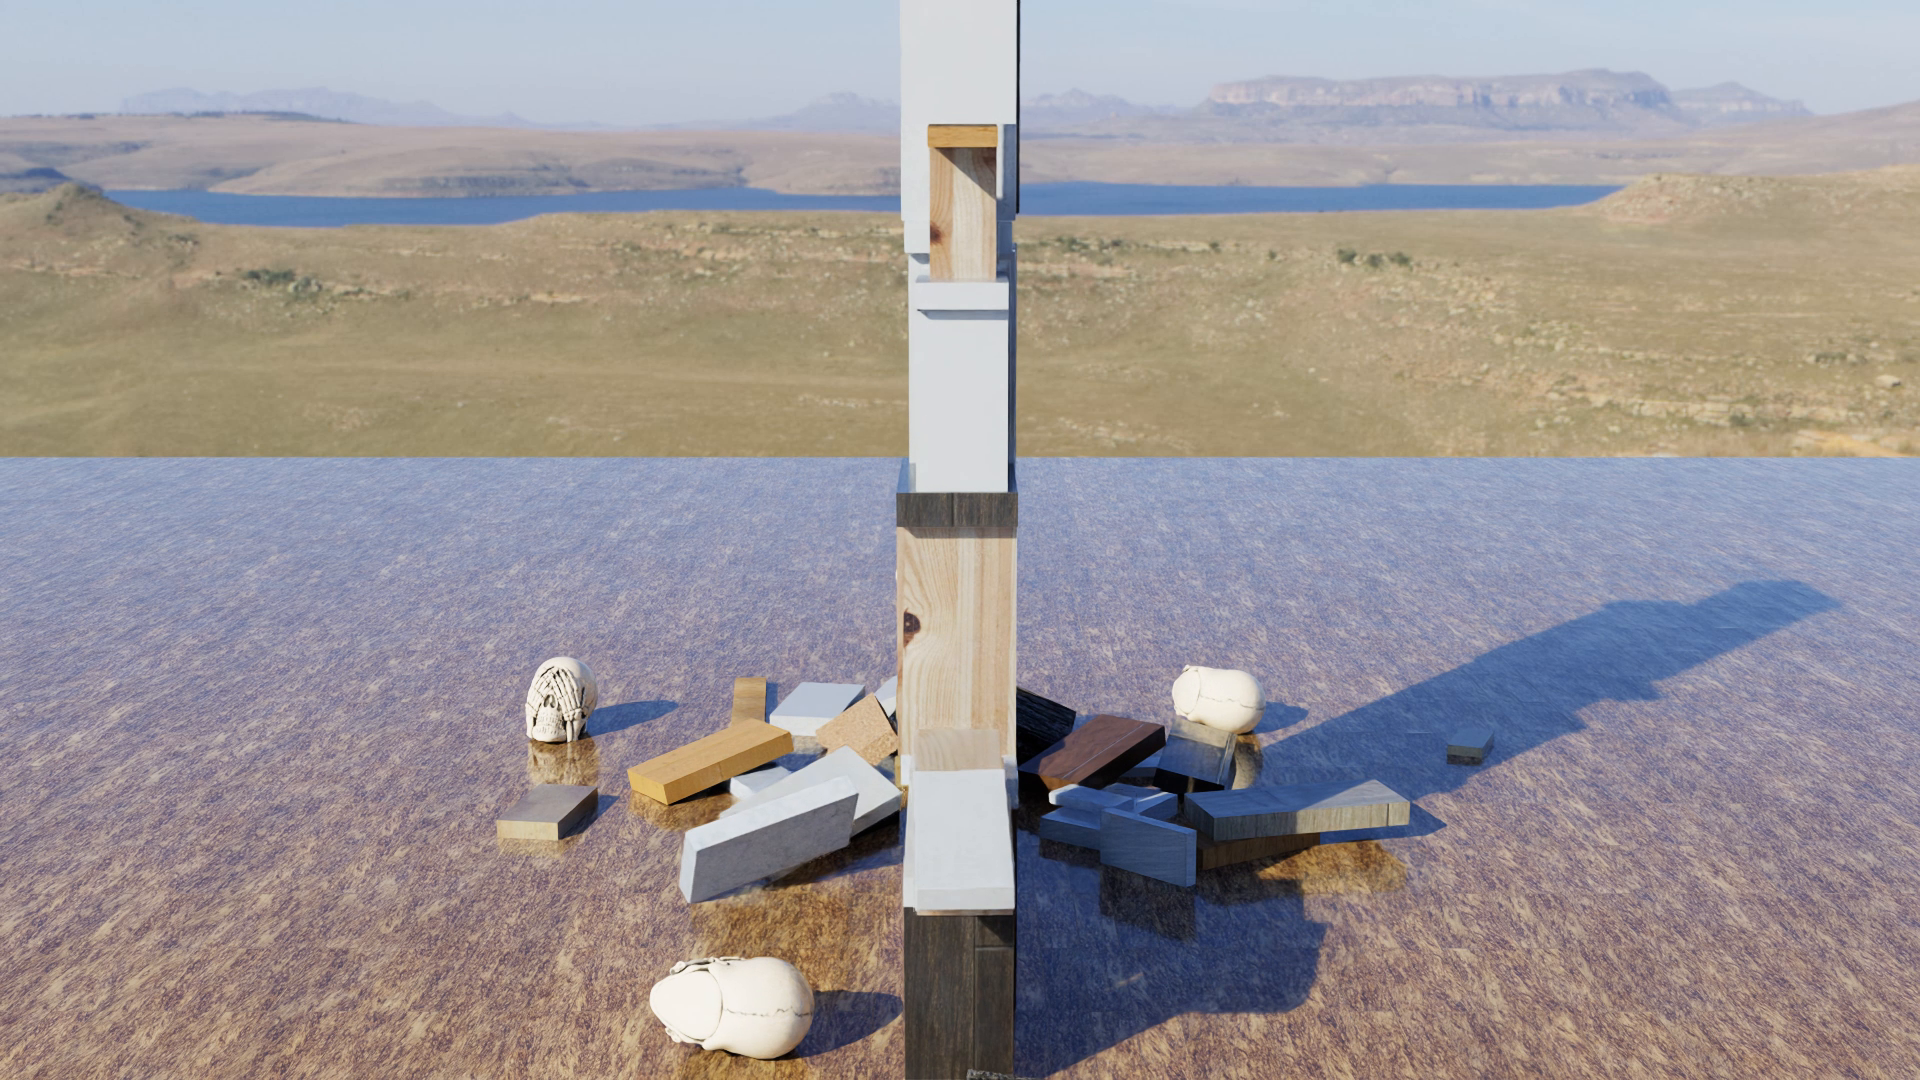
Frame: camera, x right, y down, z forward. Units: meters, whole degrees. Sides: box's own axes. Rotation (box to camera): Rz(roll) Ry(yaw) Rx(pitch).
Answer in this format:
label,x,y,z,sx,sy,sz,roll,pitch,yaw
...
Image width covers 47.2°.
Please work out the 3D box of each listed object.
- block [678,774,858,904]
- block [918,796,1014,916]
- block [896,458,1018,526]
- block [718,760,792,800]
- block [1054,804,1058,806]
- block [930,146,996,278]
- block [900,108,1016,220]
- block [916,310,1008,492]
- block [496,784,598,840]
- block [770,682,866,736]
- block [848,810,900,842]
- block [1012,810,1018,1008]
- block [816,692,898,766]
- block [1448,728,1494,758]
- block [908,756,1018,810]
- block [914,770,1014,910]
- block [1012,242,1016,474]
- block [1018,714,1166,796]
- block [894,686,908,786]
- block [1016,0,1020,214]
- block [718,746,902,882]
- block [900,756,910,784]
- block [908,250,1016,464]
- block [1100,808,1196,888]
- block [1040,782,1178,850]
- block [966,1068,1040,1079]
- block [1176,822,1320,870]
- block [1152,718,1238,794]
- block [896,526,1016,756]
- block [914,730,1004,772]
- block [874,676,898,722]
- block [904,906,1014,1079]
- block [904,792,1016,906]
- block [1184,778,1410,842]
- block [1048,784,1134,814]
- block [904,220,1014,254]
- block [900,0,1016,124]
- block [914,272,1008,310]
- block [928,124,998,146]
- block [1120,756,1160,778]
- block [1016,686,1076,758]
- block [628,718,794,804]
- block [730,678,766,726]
label,x,y,z,sx,sy,sz,roll,pitch,yaw
block,-0.317,0.495,3.644,0.297,0.148,0.042,-17,52,-27
block,0.006,0.400,2.813,0.118,0.033,0.264,0,19,-1
block,-0.004,-0.074,3.289,0.173,0.049,0.346,0,11,0
block,-0.391,0.465,4.253,0.114,0.032,0.228,-6,12,-29
block,0.218,0.478,4.215,0.071,0.020,0.141,1,11,6
block,0.004,-0.471,3.144,0.095,0.190,0.027,0,11,0
block,-0.002,-0.659,3.328,0.173,0.347,0.049,0,11,2
block,0.003,-0.200,3.120,0.130,0.260,0.037,0,10,0
block,-0.760,0.501,4.061,0.114,0.032,0.228,2,11,9
block,-0.306,0.366,4.764,0.144,0.041,0.288,2,11,10
block,-0.259,0.512,3.975,0.148,0.042,0.297,8,13,35
block,0.004,0.523,3.185,0.154,0.309,0.044,0,11,0
block,-0.205,0.397,4.402,0.144,0.041,0.288,-34,14,-2
block,1.055,0.418,4.540,0.071,0.020,0.141,4,11,22
block,0.005,0.331,3.254,0.154,0.044,0.309,0,11,0
block,0.002,0.372,2.746,0.118,0.033,0.236,-1,31,-2
block,0.011,-0.191,3.602,0.162,0.585,0.046,0,4,2
block,0.254,0.419,4.246,0.149,0.042,0.297,8,22,37
block,-0.046,0.390,4.408,0.165,0.047,0.329,0,24,-1
block,0.010,-0.704,3.556,0.173,0.346,0.049,0,11,2
block,-0.260,0.474,3.843,0.297,0.042,0.148,-26,50,-39
block,-0.006,0.156,3.446,0.173,0.461,0.049,0,11,2
block,0.003,-0.282,3.385,0.162,0.324,0.046,0,10,2
block,0.321,0.525,3.763,0.188,0.094,0.027,10,14,43
block,0.274,0.505,4.027,0.132,0.037,0.265,7,13,35
block,0.079,0.732,2.648,0.132,0.037,0.265,10,17,-6
block,0.495,0.527,3.905,0.265,0.037,0.132,-7,12,-31
block,0.467,0.432,4.340,0.132,0.037,0.370,14,13,8
block,-0.005,0.141,3.212,0.173,0.346,0.049,0,10,0
block,-0.001,0.318,2.948,0.118,0.033,0.236,0,19,-1
block,-0.109,0.329,4.774,0.165,0.047,0.329,-22,4,17
block,-0.001,0.590,2.884,0.142,0.284,0.040,0,16,0
block,-0.001,0.409,2.928,0.142,0.040,0.284,0,15,0
block,0.601,0.481,3.935,0.371,0.042,0.149,-3,11,-14
block,0.240,0.476,4.022,0.141,0.020,0.071,8,13,38
block,0.003,-0.485,3.459,0.162,0.046,0.324,0,11,2
block,-0.002,-0.872,3.060,0.162,0.575,0.046,0,12,0
block,0.003,-0.362,3.178,0.130,0.037,0.260,0,11,0
block,0.004,-0.565,3.063,0.095,0.027,0.190,0,12,0
block,0.362,0.451,4.365,0.141,0.020,0.071,-1,11,-3
block,0.154,0.381,4.532,0.148,0.042,0.297,24,12,2
block,-0.483,0.427,4.269,0.288,0.041,0.144,-21,19,-32
block,-0.461,0.368,4.807,0.071,0.020,0.480,-1,11,-4
